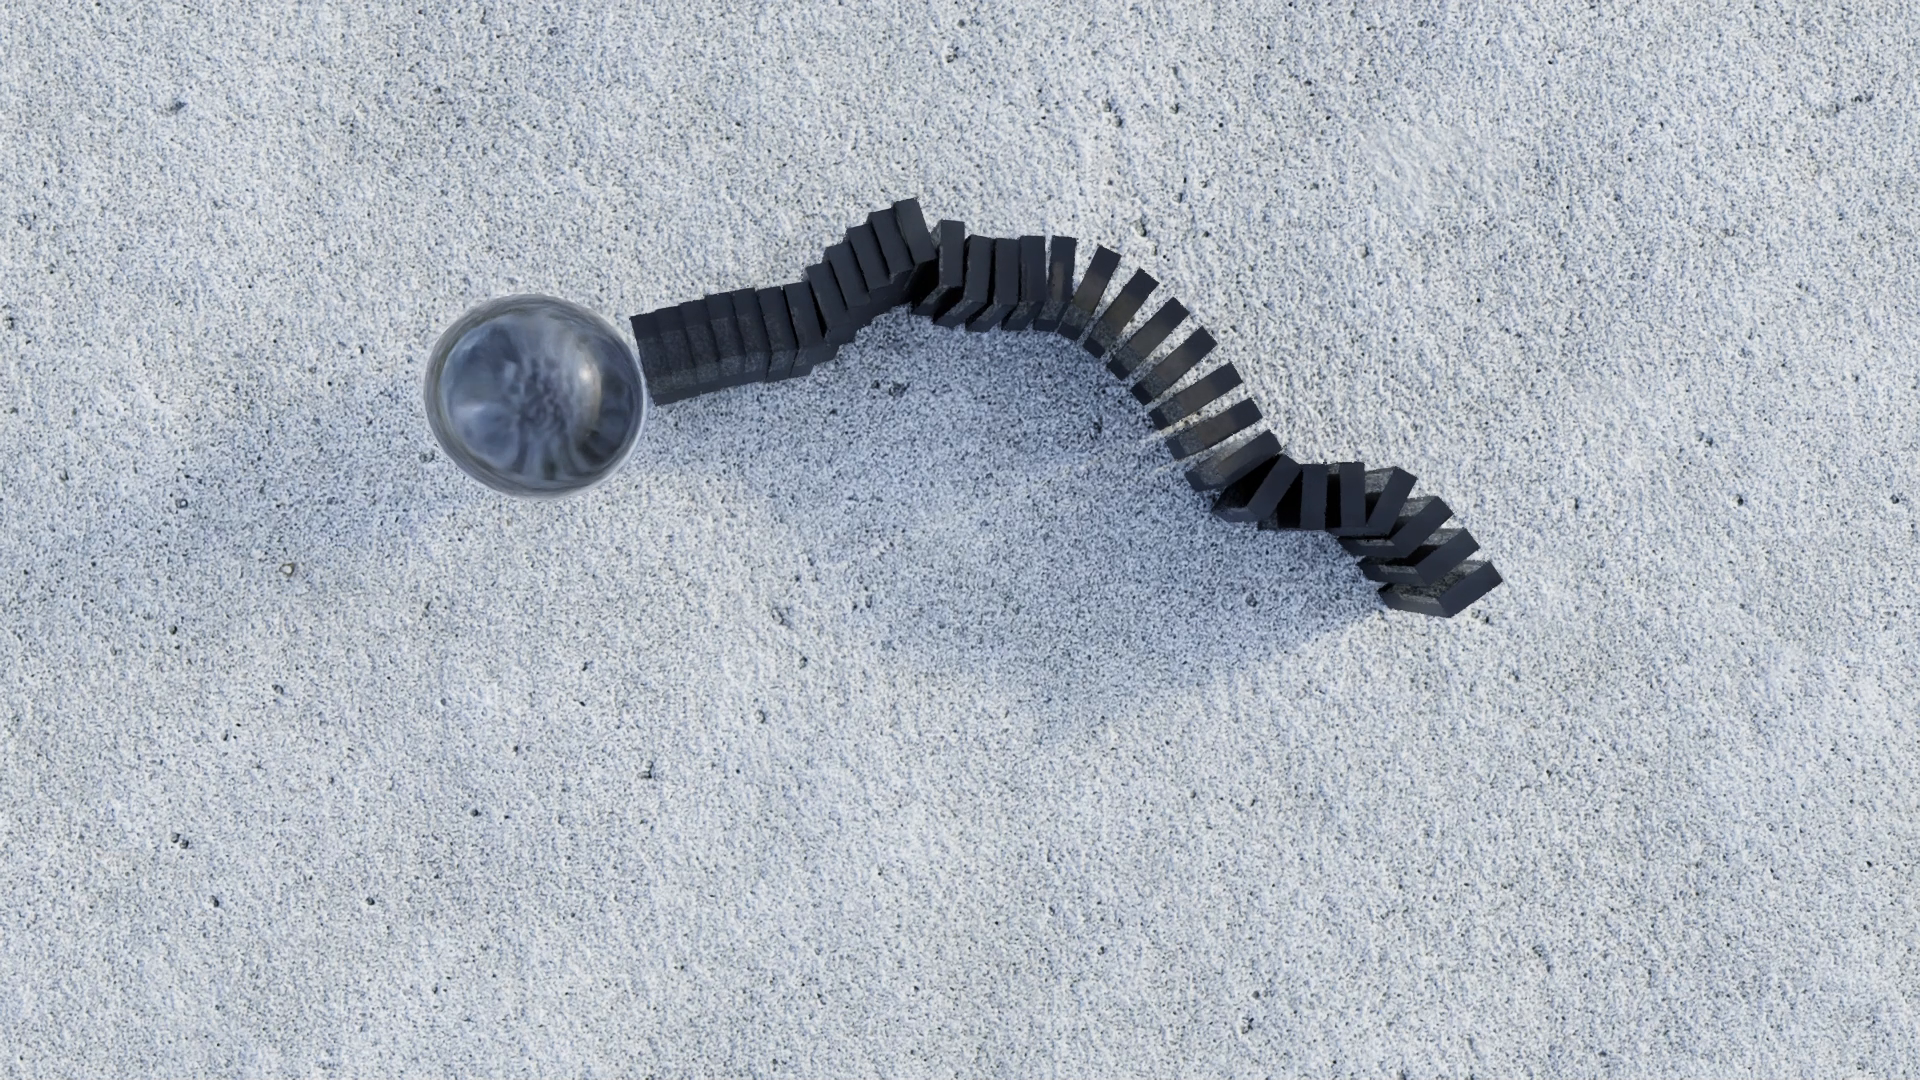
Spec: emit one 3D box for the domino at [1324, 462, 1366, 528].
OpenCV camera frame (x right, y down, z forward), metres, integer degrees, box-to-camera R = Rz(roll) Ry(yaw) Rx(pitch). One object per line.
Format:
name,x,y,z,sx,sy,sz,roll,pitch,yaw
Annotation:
domino,0.150,-0.017,0.375,0.009,0.050,0.025,-1,90,0

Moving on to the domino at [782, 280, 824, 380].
domino,-0.066,-0.085,0.375,0.009,0.050,0.025,-15,90,-16

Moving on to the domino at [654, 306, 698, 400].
domino,-0.115,-0.075,0.375,0.010,0.050,0.025,-15,90,-15

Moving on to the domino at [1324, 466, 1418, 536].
domino,0.165,-0.015,0.375,0.009,0.050,0.025,27,90,0

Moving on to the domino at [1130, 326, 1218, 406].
domino,0.086,-0.070,0.375,0.025,0.050,0.010,-42,90,0

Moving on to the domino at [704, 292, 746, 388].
domino,-0.096,-0.081,0.375,0.010,0.050,0.025,-15,90,-15

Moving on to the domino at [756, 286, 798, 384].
domino,-0.076,-0.083,0.375,0.009,0.050,0.025,-15,90,-15

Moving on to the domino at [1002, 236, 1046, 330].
domino,0.025,-0.104,0.375,0.010,0.050,0.025,-1,90,-6

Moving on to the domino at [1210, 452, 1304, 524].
domino,0.120,-0.020,0.375,0.010,0.050,0.025,34,90,0

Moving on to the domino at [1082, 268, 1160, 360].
domino,0.065,-0.091,0.375,0.010,0.050,0.025,38,90,0

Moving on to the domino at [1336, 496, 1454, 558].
domino,0.176,-0.005,0.375,0.025,0.050,0.009,-42,90,0

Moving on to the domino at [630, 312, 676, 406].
domino,-0.125,-0.073,0.375,0.009,0.050,0.025,-15,90,-15

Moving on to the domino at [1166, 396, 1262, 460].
domino,0.103,-0.045,0.375,0.025,0.050,0.010,-29,90,0

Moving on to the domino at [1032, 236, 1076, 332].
domino,0.038,-0.104,0.375,0.010,0.050,0.025,5,90,-2

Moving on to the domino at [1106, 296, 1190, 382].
domino,0.076,-0.081,0.375,0.025,0.050,0.010,-45,90,0

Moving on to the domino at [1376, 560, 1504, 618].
domino,0.195,0.019,0.375,0.025,0.050,0.009,-35,90,0

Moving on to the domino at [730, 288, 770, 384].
domino,-0.087,-0.082,0.375,0.009,0.050,0.025,-15,90,-15

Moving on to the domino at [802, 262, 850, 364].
domino,-0.057,-0.091,0.375,0.009,0.050,0.025,-20,90,-16

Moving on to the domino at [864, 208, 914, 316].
domino,-0.033,-0.112,0.375,0.010,0.050,0.025,-20,90,-16

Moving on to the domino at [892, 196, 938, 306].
domino,-0.024,-0.116,0.375,0.010,0.050,0.025,-19,90,-16

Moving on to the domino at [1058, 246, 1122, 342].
domino,0.052,-0.100,0.375,0.009,0.050,0.025,26,90,0

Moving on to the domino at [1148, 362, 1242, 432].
domino,0.095,-0.058,0.375,0.025,0.050,0.009,-31,90,0

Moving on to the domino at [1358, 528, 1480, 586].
domino,0.186,0.007,0.375,0.025,0.050,0.009,-37,90,0

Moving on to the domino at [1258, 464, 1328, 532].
domino,0.135,-0.016,0.375,0.009,0.050,0.025,3,90,0

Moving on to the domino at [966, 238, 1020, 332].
domino,0.013,-0.103,0.375,0.009,0.050,0.025,2,90,-12

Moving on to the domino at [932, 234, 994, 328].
domino,0.001,-0.105,0.375,0.009,0.050,0.025,7,90,-15

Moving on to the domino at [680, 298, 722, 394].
domino,-0.106,-0.078,0.375,0.010,0.050,0.025,-15,90,-15

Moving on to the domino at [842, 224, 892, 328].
domino,-0.041,-0.106,0.375,0.009,0.050,0.025,-20,90,-16

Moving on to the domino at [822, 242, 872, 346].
domino,-0.049,-0.099,0.375,0.010,0.050,0.025,-20,90,-16

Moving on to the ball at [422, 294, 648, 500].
ball,-0.165,-0.056,0.360,0.080,0.080,0.080,0,90,0

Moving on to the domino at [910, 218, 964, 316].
domino,-0.010,-0.110,0.375,0.010,0.050,0.025,2,90,-15

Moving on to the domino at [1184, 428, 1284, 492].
domino,0.111,-0.032,0.375,0.025,0.050,0.010,-34,90,0
